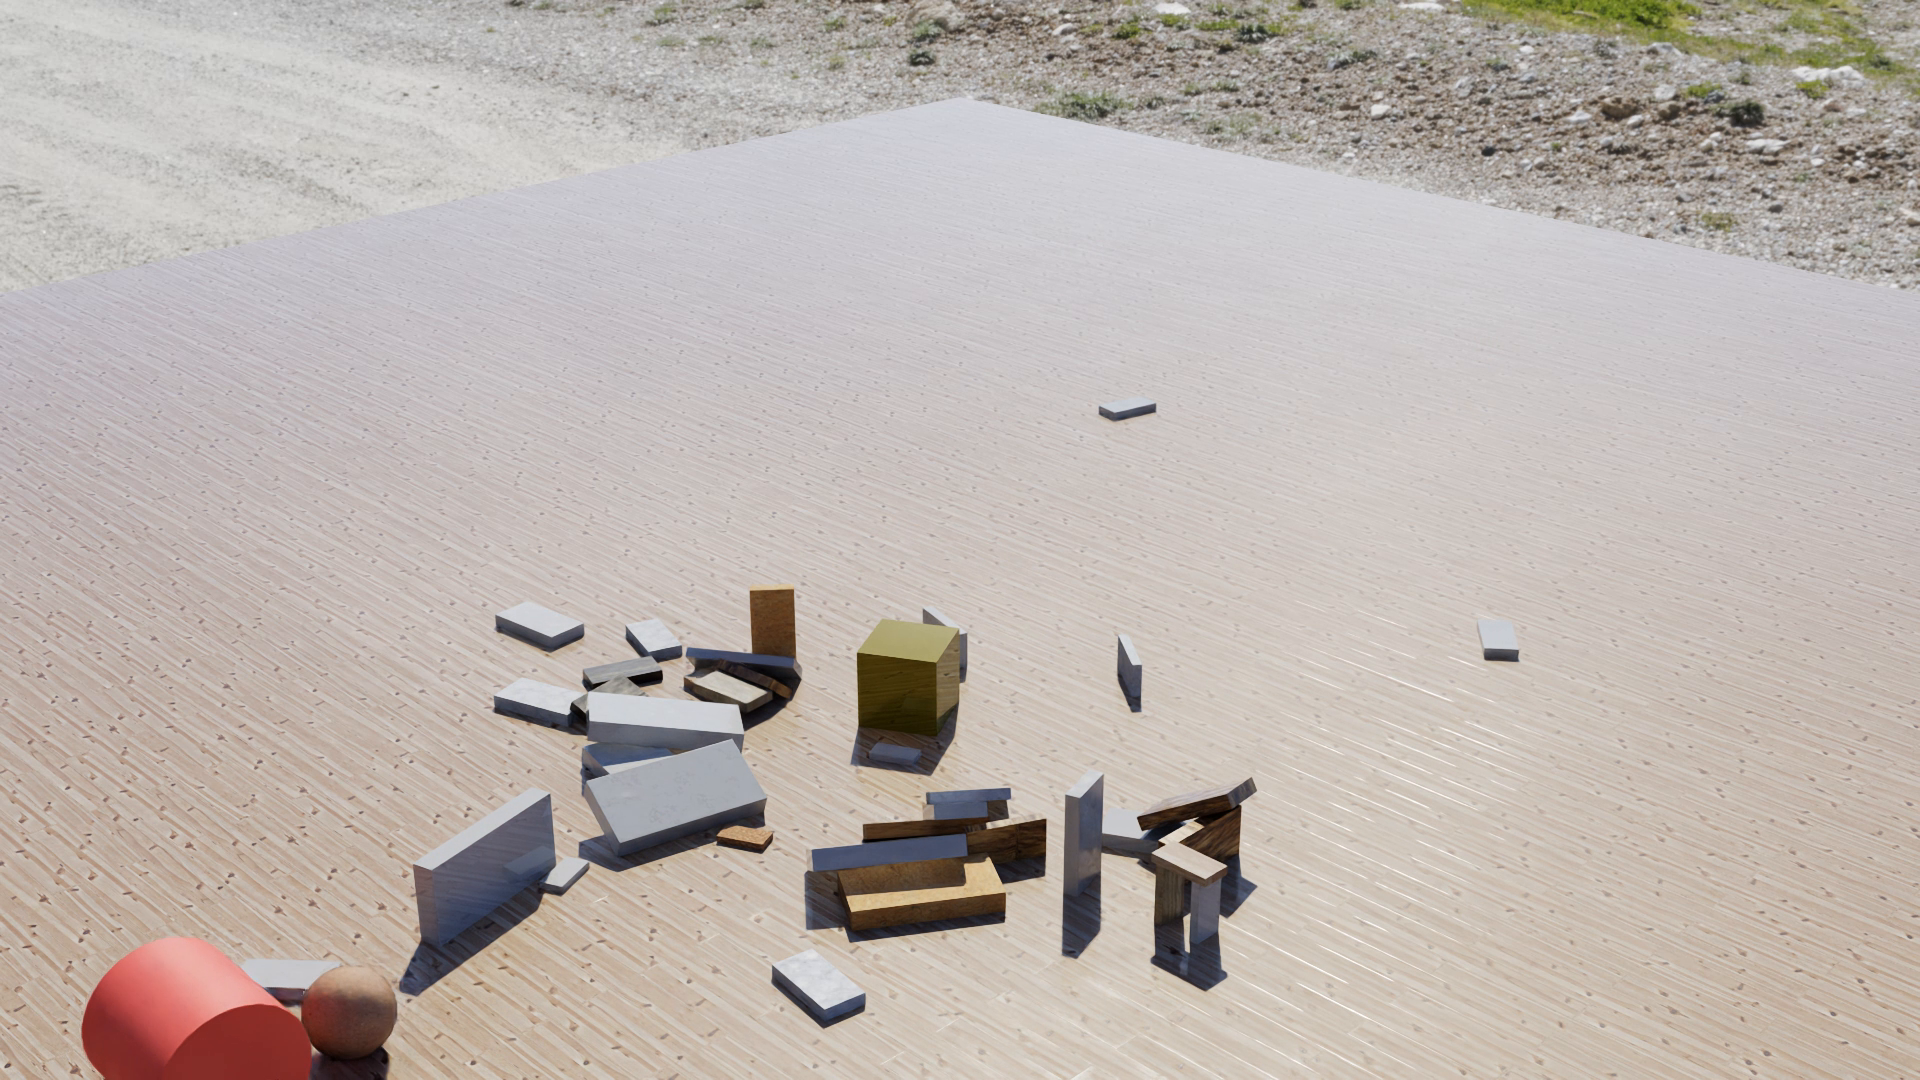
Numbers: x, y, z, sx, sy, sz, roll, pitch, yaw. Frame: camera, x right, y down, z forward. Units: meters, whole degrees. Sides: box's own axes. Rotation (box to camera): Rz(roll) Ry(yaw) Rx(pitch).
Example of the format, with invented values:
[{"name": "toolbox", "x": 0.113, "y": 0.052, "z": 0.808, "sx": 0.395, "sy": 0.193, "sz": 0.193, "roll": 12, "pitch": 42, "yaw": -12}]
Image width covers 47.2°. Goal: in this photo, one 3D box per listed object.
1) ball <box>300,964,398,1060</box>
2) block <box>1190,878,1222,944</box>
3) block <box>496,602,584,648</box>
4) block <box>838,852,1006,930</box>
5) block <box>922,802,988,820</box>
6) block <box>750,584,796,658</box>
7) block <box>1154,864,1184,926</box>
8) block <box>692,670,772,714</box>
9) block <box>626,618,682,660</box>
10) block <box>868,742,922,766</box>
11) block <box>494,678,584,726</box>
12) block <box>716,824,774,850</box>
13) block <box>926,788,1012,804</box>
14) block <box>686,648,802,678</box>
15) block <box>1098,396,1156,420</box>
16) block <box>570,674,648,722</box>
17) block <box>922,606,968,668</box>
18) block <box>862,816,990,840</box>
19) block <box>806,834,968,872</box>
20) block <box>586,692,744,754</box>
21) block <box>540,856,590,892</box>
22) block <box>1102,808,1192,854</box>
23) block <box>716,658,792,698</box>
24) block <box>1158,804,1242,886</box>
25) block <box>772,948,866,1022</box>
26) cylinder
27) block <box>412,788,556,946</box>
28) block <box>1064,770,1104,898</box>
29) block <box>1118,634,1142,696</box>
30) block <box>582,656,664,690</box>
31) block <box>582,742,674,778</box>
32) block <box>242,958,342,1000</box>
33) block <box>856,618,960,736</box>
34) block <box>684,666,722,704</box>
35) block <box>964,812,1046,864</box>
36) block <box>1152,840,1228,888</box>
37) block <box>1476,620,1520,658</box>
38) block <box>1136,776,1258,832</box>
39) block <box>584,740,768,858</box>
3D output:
[{"name": "ball", "x": -1.025, "y": 0.793, "z": 3.692, "sx": 0.156, "sy": 0.156, "sz": 0.156, "roll": 0, "pitch": 23, "yaw": 0}, {"name": "block", "x": 0.449, "y": 0.670, "z": 4.019, "sx": 0.018, "sy": 0.127, "sz": 0.063, "roll": 21, "pitch": 31, "yaw": 41}, {"name": "block", "x": -1.004, "y": 0.201, "z": 5.251, "sx": 0.202, "sy": 0.029, "sz": 0.101, "roll": 17, "pitch": 29, "yaw": 35}, {"name": "block", "x": -0.074, "y": 0.662, "z": 4.148, "sx": 0.293, "sy": 0.042, "sz": 0.147, "roll": -5, "pitch": 24, "yaw": -12}, {"name": "block", "x": -0.011, "y": 0.534, "z": 4.338, "sx": 0.104, "sy": 0.029, "sz": 0.207, "roll": -3, "pitch": -6, "yaw": -8}, {"name": "block", "x": -0.427, "y": 0.200, "z": 5.032, "sx": 0.101, "sy": 0.202, "sz": 0.029, "roll": -2, "pitch": 23, "yaw": -4}, {"name": "block", "x": 0.389, "y": 0.647, "z": 4.074, "sx": 0.018, "sy": 0.127, "sz": 0.063, "roll": 21, "pitch": 31, "yaw": 41}, {"name": "block", "x": -0.505, "y": 0.335, "z": 4.881, "sx": 0.165, "sy": 0.023, "sz": 0.082, "roll": 17, "pitch": 29, "yaw": 34}, {"name": "block", "x": -0.722, "y": 0.234, "z": 5.180, "sx": 0.082, "sy": 0.023, "sz": 0.165, "roll": -11, "pitch": 25, "yaw": -25}, {"name": "block", "x": -0.138, "y": 0.455, "z": 4.670, "sx": 0.100, "sy": 0.014, "sz": 0.050, "roll": 8, "pitch": 24, "yaw": 18}, {"name": "block", "x": -0.922, "y": 0.359, "z": 4.879, "sx": 0.203, "sy": 0.029, "sz": 0.101, "roll": 12, "pitch": 26, "yaw": 25}, {"name": "block", "x": -0.426, "y": 0.589, "z": 4.356, "sx": 0.100, "sy": 0.014, "sz": 0.050, "roll": 8, "pitch": 24, "yaw": 18}, {"name": "block", "x": 0.017, "y": 0.519, "z": 4.460, "sx": 0.165, "sy": 0.023, "sz": 0.082, "roll": -3, "pitch": -6, "yaw": -6}, {"name": "block", "x": -0.491, "y": 0.280, "z": 5.007, "sx": 0.254, "sy": 0.023, "sz": 0.082, "roll": 5, "pitch": -20, "yaw": 12}, {"name": "block", "x": 0.509, "y": -0.402, "z": 6.680, "sx": 0.159, "sy": 0.023, "sz": 0.080, "roll": -15, "pitch": 27, "yaw": -31}, {"name": "block", "x": -0.774, "y": 0.357, "z": 4.850, "sx": 0.082, "sy": 0.023, "sz": 0.164, "roll": 36, "pitch": 36, "yaw": 18}, {"name": "block", "x": -0.036, "y": 0.225, "z": 5.122, "sx": 0.024, "sy": 0.085, "sz": 0.171, "roll": -12, "pitch": 26, "yaw": -27}, {"name": "block", "x": -0.067, "y": 0.566, "z": 4.328, "sx": 0.243, "sy": 0.029, "sz": 0.103, "roll": -3, "pitch": -7, "yaw": -7}, {"name": "block", "x": -0.142, "y": 0.597, "z": 4.207, "sx": 0.293, "sy": 0.042, "sz": 0.147, "roll": -5, "pitch": -7, "yaw": -9}, {"name": "block", "x": -0.631, "y": 0.390, "z": 4.693, "sx": 0.325, "sy": 0.046, "sz": 0.162, "roll": 6, "pitch": 17, "yaw": -12}, {"name": "block", "x": -0.760, "y": 0.643, "z": 4.227, "sx": 0.050, "sy": 0.014, "sz": 0.100, "roll": 9, "pitch": 25, "yaw": 20}, {"name": "block", "x": 0.384, "y": 0.582, "z": 4.352, "sx": 0.207, "sy": 0.029, "sz": 0.103, "roll": 7, "pitch": 24, "yaw": 16}, {"name": "block", "x": -0.463, "y": 0.311, "z": 4.938, "sx": 0.164, "sy": 0.023, "sz": 0.082, "roll": 18, "pitch": -12, "yaw": 36}, {"name": "block", "x": 0.461, "y": 0.591, "z": 4.231, "sx": 0.030, "sy": 0.108, "sz": 0.215, "roll": 21, "pitch": 31, "yaw": 40}, {"name": "block", "x": -0.250, "y": 0.784, "z": 3.882, "sx": 0.086, "sy": 0.024, "sz": 0.171, "roll": -16, "pitch": 28, "yaw": -33}, {"name": "cylinder", "x": -1.222, "y": 0.809, "z": 3.522, "sx": 0.261, "sy": 0.261, "sz": 0.261, "roll": -20, "pitch": 30, "yaw": -39}, {"name": "block", "x": -0.886, "y": 0.609, "z": 4.119, "sx": 0.046, "sy": 0.162, "sz": 0.325, "roll": 13, "pitch": 26, "yaw": 28}, {"name": "block", "x": 0.234, "y": 0.557, "z": 4.173, "sx": 0.030, "sy": 0.215, "sz": 0.108, "roll": 12, "pitch": 26, "yaw": 25}, {"name": "block", "x": 0.385, "y": 0.284, "z": 4.990, "sx": 0.023, "sy": 0.080, "sz": 0.159, "roll": -3, "pitch": 23, "yaw": -7}, {"name": "block", "x": -0.768, "y": 0.306, "z": 5.011, "sx": 0.164, "sy": 0.023, "sz": 0.082, "roll": -10, "pitch": 25, "yaw": -23}, {"name": "block", "x": -0.654, "y": 0.487, "z": 4.560, "sx": 0.147, "sy": 0.042, "sz": 0.293, "roll": -14, "pitch": 27, "yaw": -30}, {"name": "block", "x": -1.192, "y": 0.778, "z": 3.895, "sx": 0.171, "sy": 0.024, "sz": 0.085, "roll": 1, "pitch": 23, "yaw": 3}, {"name": "block", "x": -0.112, "y": 0.300, "z": 4.824, "sx": 0.179, "sy": 0.179, "sz": 0.179, "roll": 6, "pitch": 24, "yaw": 15}, {"name": "block", "x": -0.541, "y": 0.333, "z": 4.947, "sx": 0.082, "sy": 0.023, "sz": 0.165, "roll": -19, "pitch": 29, "yaw": -37}, {"name": "block", "x": 0.087, "y": 0.585, "z": 4.276, "sx": 0.165, "sy": 0.082, "sz": 0.023, "roll": -8, "pitch": 24, "yaw": -18}, {"name": "block", "x": 0.419, "y": 0.592, "z": 4.019, "sx": 0.127, "sy": 0.018, "sz": 0.063, "roll": 21, "pitch": 31, "yaw": 41}, {"name": "block", "x": 1.267, "y": 0.232, "z": 5.185, "sx": 0.080, "sy": 0.023, "sz": 0.159, "roll": 2, "pitch": 23, "yaw": 6}, {"name": "block", "x": 0.462, "y": 0.515, "z": 4.290, "sx": 0.215, "sy": 0.030, "sz": 0.108, "roll": -20, "pitch": 1, "yaw": 37}, {"name": "block", "x": -0.569, "y": 0.515, "z": 4.408, "sx": 0.325, "sy": 0.046, "sz": 0.162, "roll": -14, "pitch": 52, "yaw": -30}]
